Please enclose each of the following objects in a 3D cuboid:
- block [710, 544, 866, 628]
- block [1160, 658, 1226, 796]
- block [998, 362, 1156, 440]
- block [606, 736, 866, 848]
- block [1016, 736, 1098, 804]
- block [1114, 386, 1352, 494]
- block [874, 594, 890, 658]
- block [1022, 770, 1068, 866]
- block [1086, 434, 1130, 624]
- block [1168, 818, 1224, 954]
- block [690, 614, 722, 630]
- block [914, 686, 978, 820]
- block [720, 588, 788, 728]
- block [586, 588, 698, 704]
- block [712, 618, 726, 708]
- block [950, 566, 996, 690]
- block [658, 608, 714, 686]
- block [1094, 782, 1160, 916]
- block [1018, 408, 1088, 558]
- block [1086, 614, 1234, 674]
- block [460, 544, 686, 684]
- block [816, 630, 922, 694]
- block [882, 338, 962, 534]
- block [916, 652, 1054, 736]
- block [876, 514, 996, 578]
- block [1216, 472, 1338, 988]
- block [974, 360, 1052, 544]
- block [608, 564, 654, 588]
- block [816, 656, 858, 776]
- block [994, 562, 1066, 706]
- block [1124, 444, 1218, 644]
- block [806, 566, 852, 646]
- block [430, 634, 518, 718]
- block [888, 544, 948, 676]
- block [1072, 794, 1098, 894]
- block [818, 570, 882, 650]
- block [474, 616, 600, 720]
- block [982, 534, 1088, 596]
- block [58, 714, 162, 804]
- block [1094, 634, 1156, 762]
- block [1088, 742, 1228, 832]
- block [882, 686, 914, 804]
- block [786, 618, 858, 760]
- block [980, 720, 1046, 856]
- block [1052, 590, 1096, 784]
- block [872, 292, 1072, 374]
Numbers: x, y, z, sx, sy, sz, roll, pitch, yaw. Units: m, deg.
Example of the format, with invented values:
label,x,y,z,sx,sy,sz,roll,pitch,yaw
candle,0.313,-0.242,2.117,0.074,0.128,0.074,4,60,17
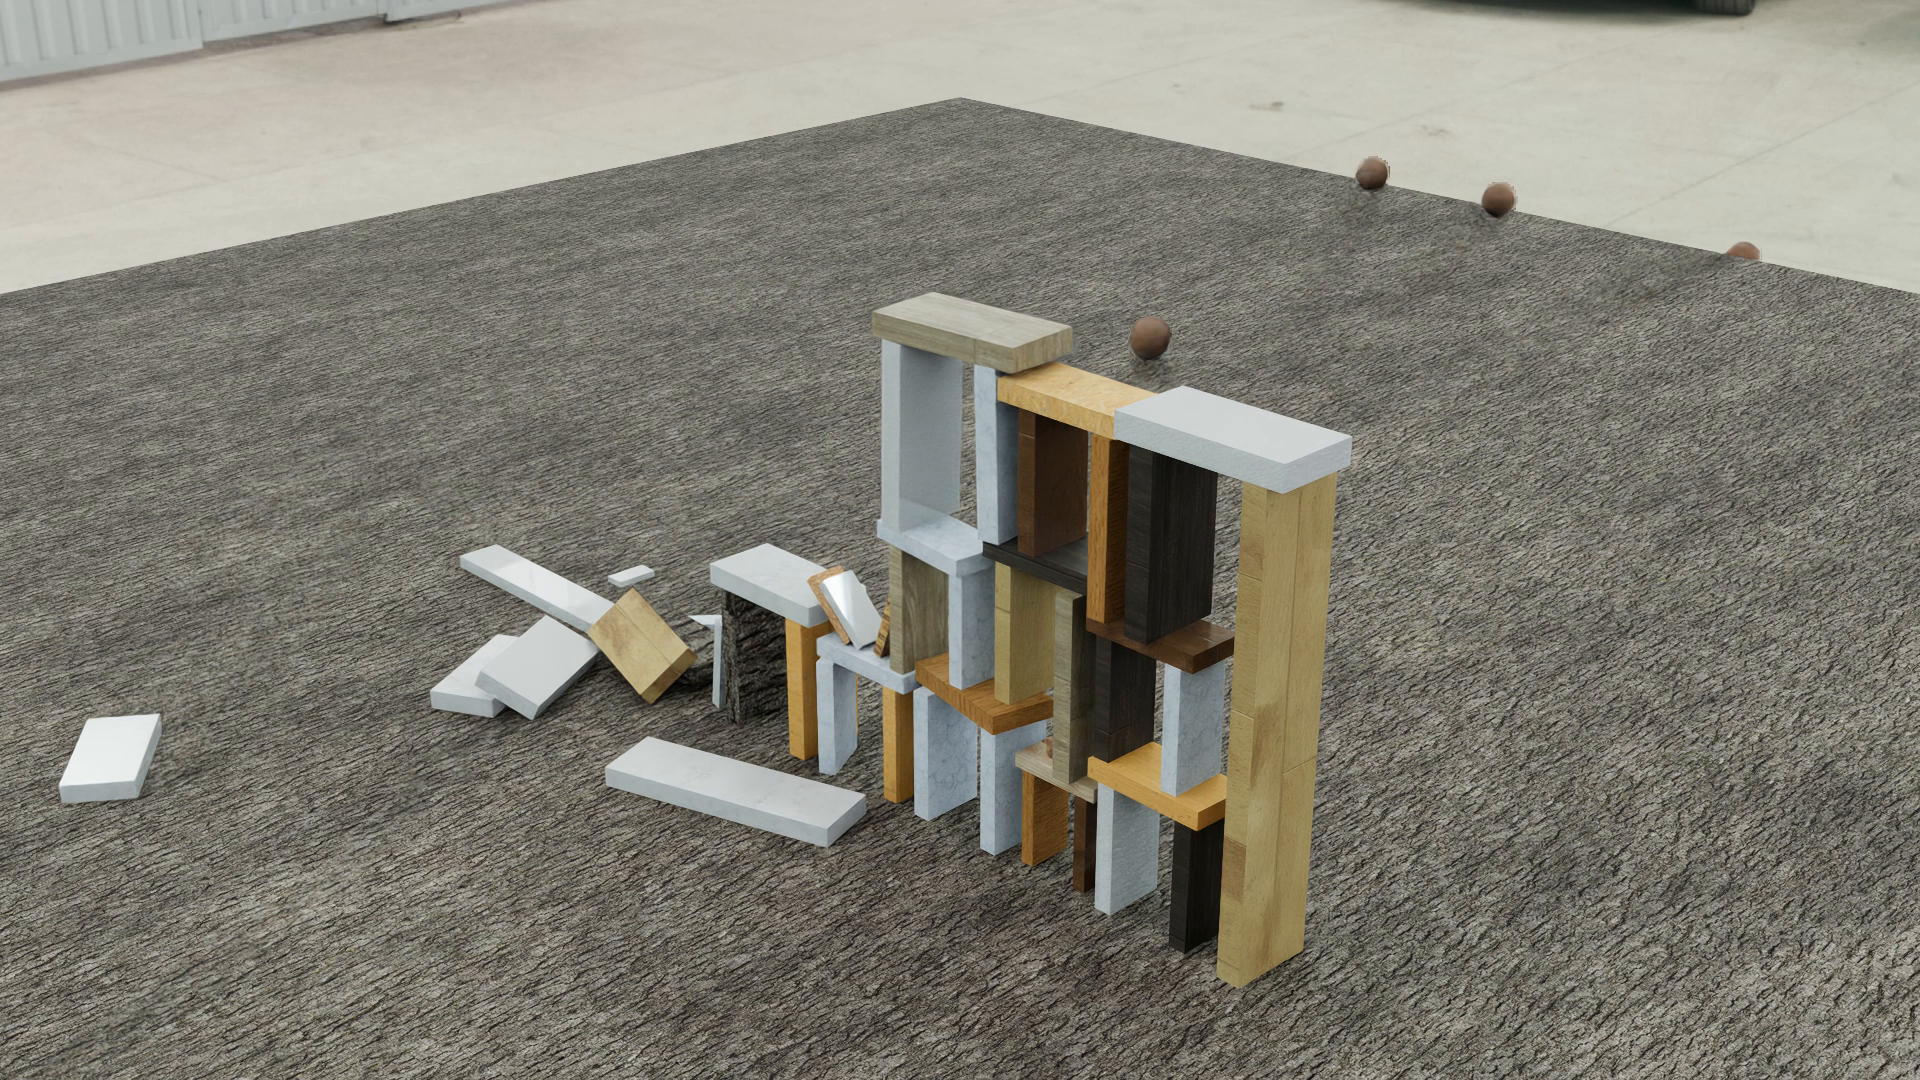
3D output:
label,x,y,z,sx,sy,sz,roll,pitch,yaw
block,-0.366,0.094,4.663,0.160,0.045,0.320,-21,31,-40
block,0.414,0.318,3.903,0.125,0.250,0.035,-21,31,-40
block,0.218,-0.249,3.896,0.144,0.041,0.287,-20,30,-40
block,-0.462,0.512,4.500,0.534,0.043,0.153,12,26,25
block,0.213,0.435,4.181,0.101,0.029,0.202,-21,31,-40
block,0.451,-0.171,3.661,0.180,0.051,0.359,-21,31,-40
block,-0.123,0.160,4.430,0.079,0.158,0.022,-22,50,-42
block,0.166,0.523,4.269,0.029,0.203,0.101,21,31,40
block,0.290,-0.036,3.887,0.041,0.345,0.144,21,31,39
block,0.442,0.604,3.993,0.135,0.269,0.038,-21,31,-40
block,-0.600,0.198,5.275,0.104,0.015,0.052,-2,23,-4
block,-0.029,0.412,4.431,0.040,0.280,0.140,21,31,41
block,-0.439,0.233,4.802,0.160,0.319,0.045,-21,31,-41
block,-0.724,0.238,4.997,0.149,0.042,0.297,-45,43,-5
block,-0.489,0.261,4.862,0.109,0.219,0.031,-15,35,-31
block,0.038,0.153,4.258,0.126,0.253,0.036,-19,30,-38
block,-0.638,0.242,5.057,0.148,0.042,0.297,-19,29,-37
block,0.314,0.554,4.111,0.135,0.269,0.038,-21,31,-40
block,0.171,-0.126,4.024,0.041,0.287,0.144,21,31,41
block,0.358,0.163,3.903,0.125,0.035,0.250,-21,30,-40
block,-0.909,0.169,5.323,0.109,0.031,0.923,-21,31,-40
block,-0.158,0.238,4.494,0.257,0.036,0.129,21,31,40
block,-0.073,-0.218,4.227,0.048,0.382,0.170,22,31,39
block,0.045,0.292,4.306,0.140,0.040,0.280,-14,27,-30
block,-0.035,0.001,4.246,0.126,0.036,0.253,-17,28,-34
block,0.541,0.325,3.777,0.180,0.952,0.051,-20,30,-38
block,0.101,-0.179,4.081,0.048,0.340,0.170,16,27,36
block,-0.826,0.091,5.528,0.104,0.015,0.052,-20,30,-40
block,-0.258,0.348,4.612,0.036,0.257,0.129,7,24,17
block,0.134,0.158,4.200,0.145,0.290,0.041,-19,30,-38
block,0.368,-0.015,3.818,0.051,0.359,0.180,21,31,40
block,-0.242,0.134,4.531,0.079,0.022,0.158,-21,74,-40
block,-1.053,0.306,4.985,0.153,0.043,0.305,7,24,16
block,-0.082,0.119,4.372,0.126,0.279,0.036,-21,31,-40
block,0.260,0.560,4.181,0.029,0.203,0.101,21,31,40
block,-0.216,0.143,4.511,0.079,0.022,0.158,-21,74,-40
block,-0.947,0.285,4.955,0.153,0.043,0.305,31,28,5
block,0.196,0.031,4.075,0.290,0.041,0.145,21,31,40
block,-1.784,0.458,4.628,0.148,0.042,0.297,-4,23,-9
block,0.303,0.271,4.016,0.125,0.250,0.035,-21,30,-40
block,0.375,0.438,3.990,0.135,0.038,0.269,-20,30,-38
block,-0.097,0.397,4.495,0.036,0.257,0.129,22,31,40
block,-0.291,0.292,4.664,0.045,0.320,0.160,20,30,39
block,0.105,0.465,4.308,0.140,0.280,0.040,-20,30,-39
block,0.238,0.256,4.081,0.041,0.378,0.145,21,31,40
block,0.020,-0.386,4.070,0.340,0.048,0.170,19,29,37
